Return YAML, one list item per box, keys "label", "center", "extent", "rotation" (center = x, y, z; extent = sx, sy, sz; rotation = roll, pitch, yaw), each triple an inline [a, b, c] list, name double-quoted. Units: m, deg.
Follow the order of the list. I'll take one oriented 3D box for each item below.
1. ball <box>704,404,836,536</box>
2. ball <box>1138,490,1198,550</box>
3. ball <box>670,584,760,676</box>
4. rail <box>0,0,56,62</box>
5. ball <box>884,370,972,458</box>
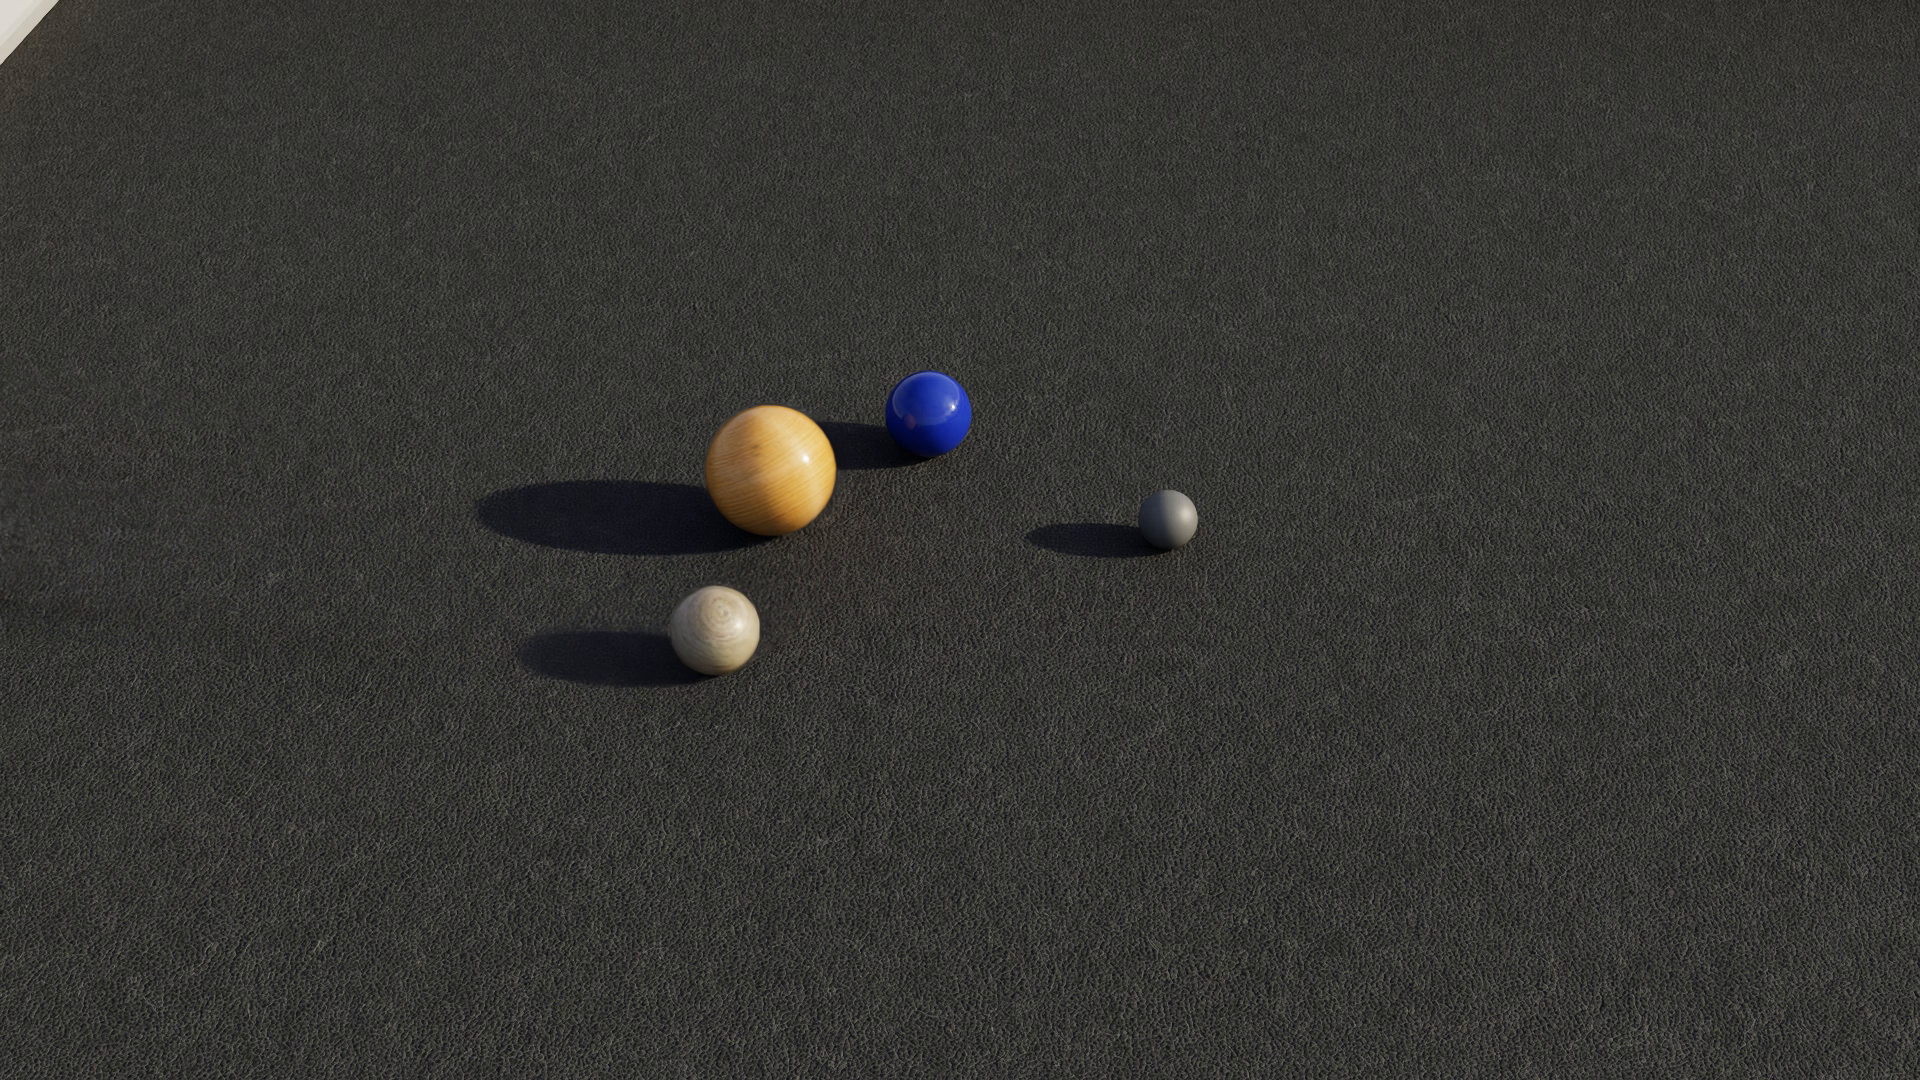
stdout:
- label: "ball"
  center: [-0.130, -0.048, 1.755]
  extent: [0.090, 0.090, 0.090]
  rotation: [0, 36, 0]
- label: "ball"
  center: [0.142, -0.014, 1.750]
  extent: [0.041, 0.041, 0.041]
  rotation: [0, 36, 0]
- label: "ball"
  center: [-0.156, 0.057, 1.637]
  extent: [0.058, 0.058, 0.058]
  rotation: [0, 36, 0]
- label: "rail"
  center: [-0.932, -0.070, 1.761]
  extent: [0.045, 0.117, 2.160]
  rotation: [3, 36, 4]
- label: "ball"
  center: [-0.023, -0.090, 1.838]
  extent: [0.062, 0.062, 0.062]
  rotation: [0, 36, 0]
